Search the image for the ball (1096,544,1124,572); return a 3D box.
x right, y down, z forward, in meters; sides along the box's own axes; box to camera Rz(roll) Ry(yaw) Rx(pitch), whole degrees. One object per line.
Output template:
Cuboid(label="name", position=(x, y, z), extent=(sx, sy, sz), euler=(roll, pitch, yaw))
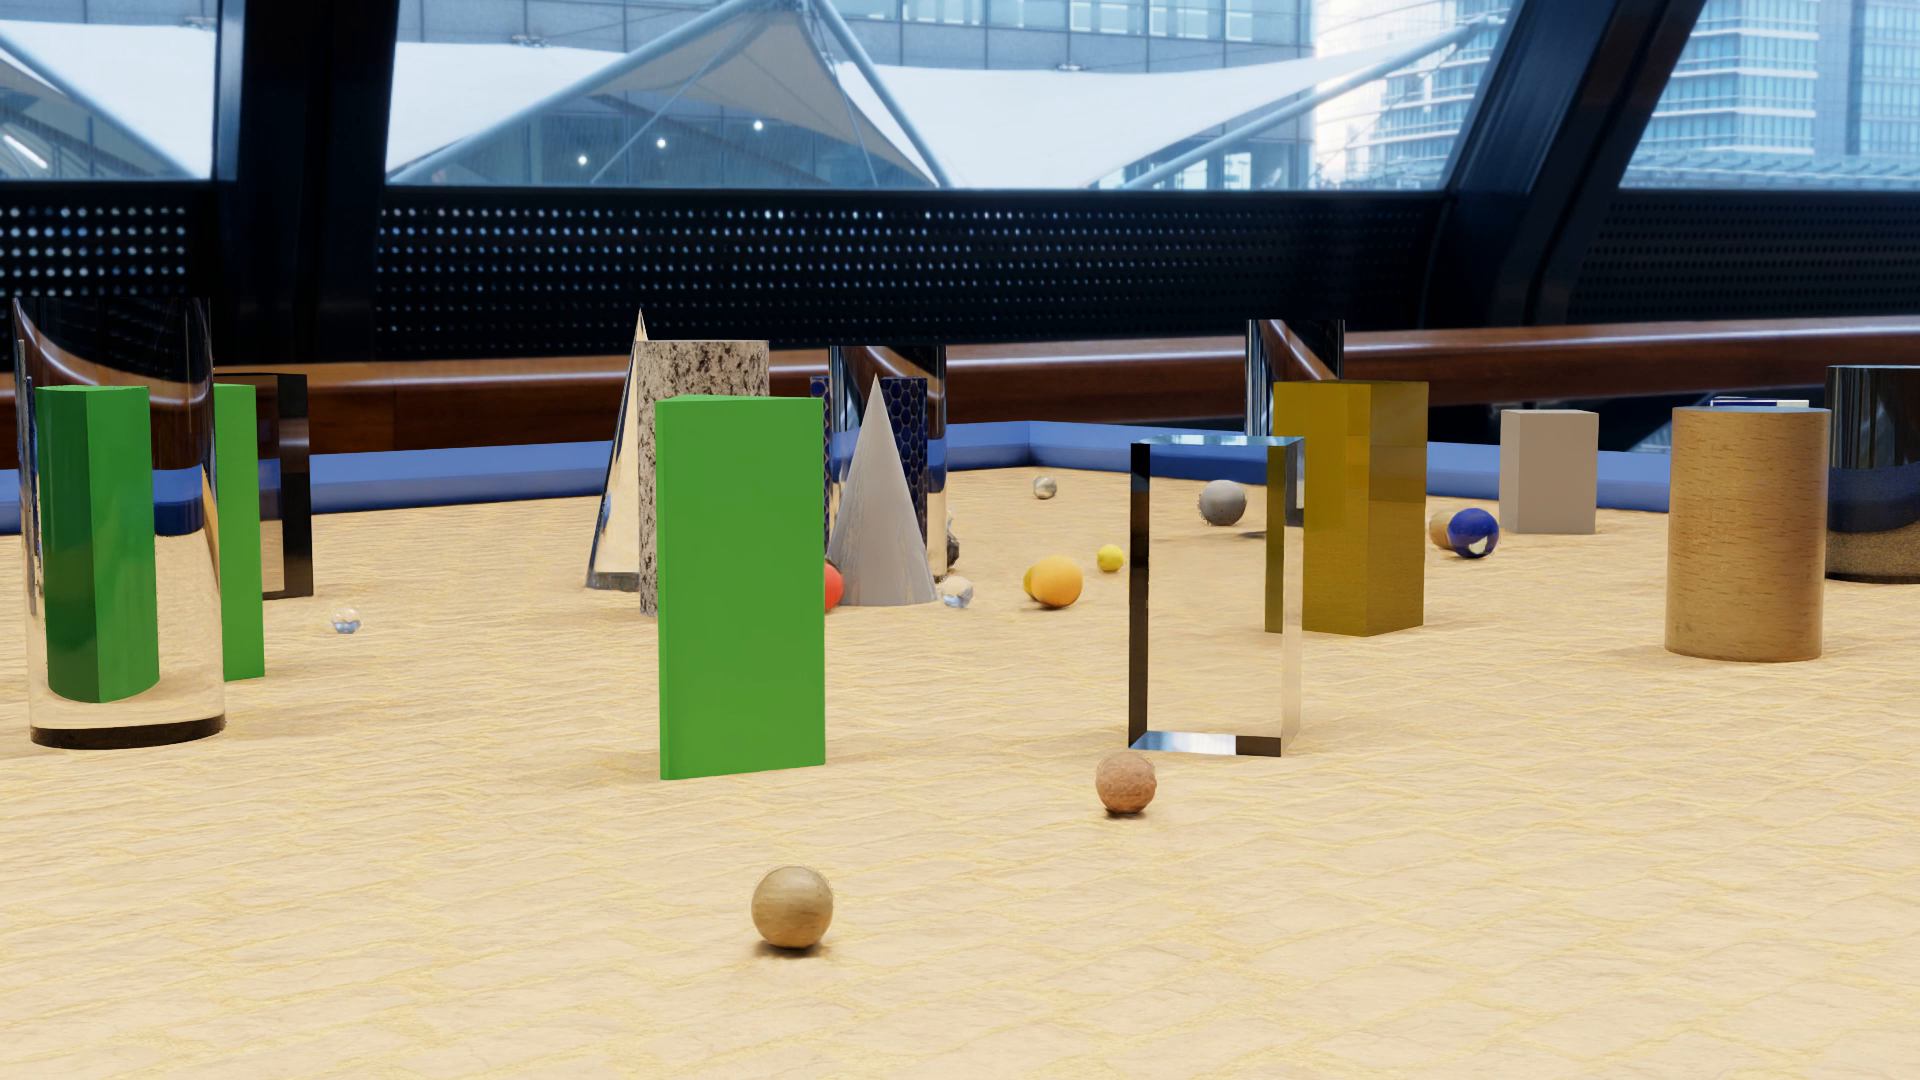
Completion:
Cuboid(label="ball", position=(0.255, 0.032, 3.729), extent=(0.047, 0.047, 0.047), euler=(0, 6, 0))

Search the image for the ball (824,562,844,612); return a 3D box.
Cuboid(label="ball", position=(-0.210, 0.069, 3.229), extent=(0.077, 0.077, 0.077), euler=(0, 6, 0))

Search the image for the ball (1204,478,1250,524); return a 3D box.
Cuboid(label="ball", position=(0.555, -0.082, 4.572), extent=(0.097, 0.097, 0.097), euler=(0, 6, 0))

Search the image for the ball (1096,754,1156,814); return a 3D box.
Cuboid(label="ball", position=(0.147, 0.216, 1.945), extent=(0.054, 0.054, 0.054), euler=(0, 6, 0))

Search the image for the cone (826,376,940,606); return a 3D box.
Cuboid(label="cone", position=(-0.129, -0.083, 3.380), extent=(0.193, 0.348, 0.193), euler=(0, 6, 0))

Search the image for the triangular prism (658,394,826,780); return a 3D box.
Cuboid(label="triangular prism", position=(-0.239, 0.039, 2.168), extent=(0.168, 0.359, 0.145), euler=(-3, 7, -27))

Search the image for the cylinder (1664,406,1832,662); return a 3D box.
Cuboid(label="cylinder", position=(1.022, -0.012, 2.857), extent=(0.193, 0.316, 0.193), euler=(0, 6, 0))

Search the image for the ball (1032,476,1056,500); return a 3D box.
Cuboid(label="ball", position=(0.197, -0.122, 5.144), extent=(0.058, 0.058, 0.058), euler=(0, 6, 0))

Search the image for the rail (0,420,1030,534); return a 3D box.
Cuboid(label="rail", position=(-1.374, -0.123, 4.813), extent=(4.325, 0.126, 0.045), euler=(-6, 8, -42))

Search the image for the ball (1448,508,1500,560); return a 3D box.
Cuboid(label="ball", position=(0.917, -0.012, 3.927), extent=(0.092, 0.092, 0.092), euler=(0, 6, 0))

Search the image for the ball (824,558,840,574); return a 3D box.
Cuboid(label="ball", position=(-0.218, 0.061, 3.305), extent=(0.077, 0.077, 0.077), euler=(0, 6, 0))

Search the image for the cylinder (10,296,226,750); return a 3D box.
Cuboid(label="cylinder", position=(-0.878, -0.024, 2.300), extent=(0.193, 0.457, 0.193), euler=(0, 6, 0))

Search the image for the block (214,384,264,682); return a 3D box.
Cuboid(label="block", position=(-0.954, -0.009, 2.651), extent=(0.155, 0.353, 0.155), euler=(6, 8, 43))

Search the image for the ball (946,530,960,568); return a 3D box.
Cuboid(label="ball", position=(-0.036, 0.016, 3.747), extent=(0.070, 0.070, 0.070), euler=(0, 6, 0))

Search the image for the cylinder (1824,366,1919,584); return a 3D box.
Cuboid(label="cylinder", position=(1.531, -0.112, 3.644), extent=(0.193, 0.350, 0.193), euler=(0, 6, 0))

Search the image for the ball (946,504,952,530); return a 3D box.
Cuboid(label="ball", position=(-0.059, -0.041, 4.222), extent=(0.088, 0.088, 0.088), euler=(0, 6, 0))

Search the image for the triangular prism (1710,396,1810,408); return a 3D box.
Cuboid(label="triangular prism", position=(1.283, -0.085, 3.633), extent=(0.168, 0.299, 0.145), euler=(-1, 6, -5))

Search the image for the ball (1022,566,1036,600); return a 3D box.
Cuboid(label="ball", position=(0.123, 0.065, 3.370), extent=(0.055, 0.055, 0.055), euler=(0, 6, 0))

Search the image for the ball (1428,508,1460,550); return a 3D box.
Cuboid(label="ball", position=(0.908, -0.021, 4.083), extent=(0.077, 0.077, 0.077), euler=(0, 6, 0))

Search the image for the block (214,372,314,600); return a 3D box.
Cuboid(label="block", position=(-1.116, -0.084, 3.409), extent=(0.155, 0.344, 0.155), euler=(-6, 8, -44))

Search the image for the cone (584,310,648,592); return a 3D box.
Cuboid(label="cone", position=(-0.513, -0.151, 3.553), extent=(0.193, 0.447, 0.193), euler=(0, 6, 0))

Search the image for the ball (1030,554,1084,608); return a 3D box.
Cuboid(label="ball", position=(0.144, 0.062, 3.283), extent=(0.080, 0.080, 0.080), euler=(0, 6, 0))

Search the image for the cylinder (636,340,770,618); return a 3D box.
Cuboid(label="cylinder", position=(-0.376, -0.093, 3.235), extent=(0.193, 0.398, 0.193), euler=(0, 6, 0))

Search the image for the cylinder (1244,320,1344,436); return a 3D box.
Cuboid(label="cylinder", position=(0.662, -0.225, 4.366), extent=(0.193, 0.424, 0.193), euler=(0, 6, 0))

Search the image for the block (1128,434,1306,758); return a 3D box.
Cuboid(label="block", position=(0.266, 0.052, 2.271), extent=(0.155, 0.311, 0.155), euler=(2, 6, 16))

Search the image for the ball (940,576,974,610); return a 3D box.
Cuboid(label="ball", position=(-0.005, 0.078, 3.273), extent=(0.050, 0.050, 0.050), euler=(0, 6, 0))

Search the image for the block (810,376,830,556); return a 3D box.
Cuboid(label="block", position=(-0.197, -0.141, 4.058), extent=(0.155, 0.321, 0.155), euler=(0, 6, -5))

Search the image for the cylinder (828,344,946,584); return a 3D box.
Cuboid(label="cylinder", position=(-0.118, -0.126, 3.609), extent=(0.193, 0.386, 0.193), euler=(0, 6, 0))

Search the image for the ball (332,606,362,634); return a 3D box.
Cuboid(label="ball", position=(-0.843, 0.110, 3.019), extent=(0.040, 0.040, 0.040), euler=(0, 6, 0))

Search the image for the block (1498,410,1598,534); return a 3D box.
Cuboid(label="block", position=(1.182, -0.138, 4.424), extent=(0.155, 0.240, 0.155), euler=(0, 6, 0))

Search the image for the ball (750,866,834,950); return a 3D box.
Cuboid(label="ball", position=(-0.117, 0.257, 1.534), extent=(0.058, 0.058, 0.058), euler=(0, 6, 0))

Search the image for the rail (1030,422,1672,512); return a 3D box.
Cuboid(label="rail", position=(1.572, -0.119, 4.774), extent=(0.045, 0.126, 4.098), euler=(-6, 8, -42))

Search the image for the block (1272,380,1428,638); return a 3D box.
Cuboid(label="block", position=(0.545, -0.050, 3.082), extent=(0.155, 0.344, 0.155), euler=(5, 8, 41))
